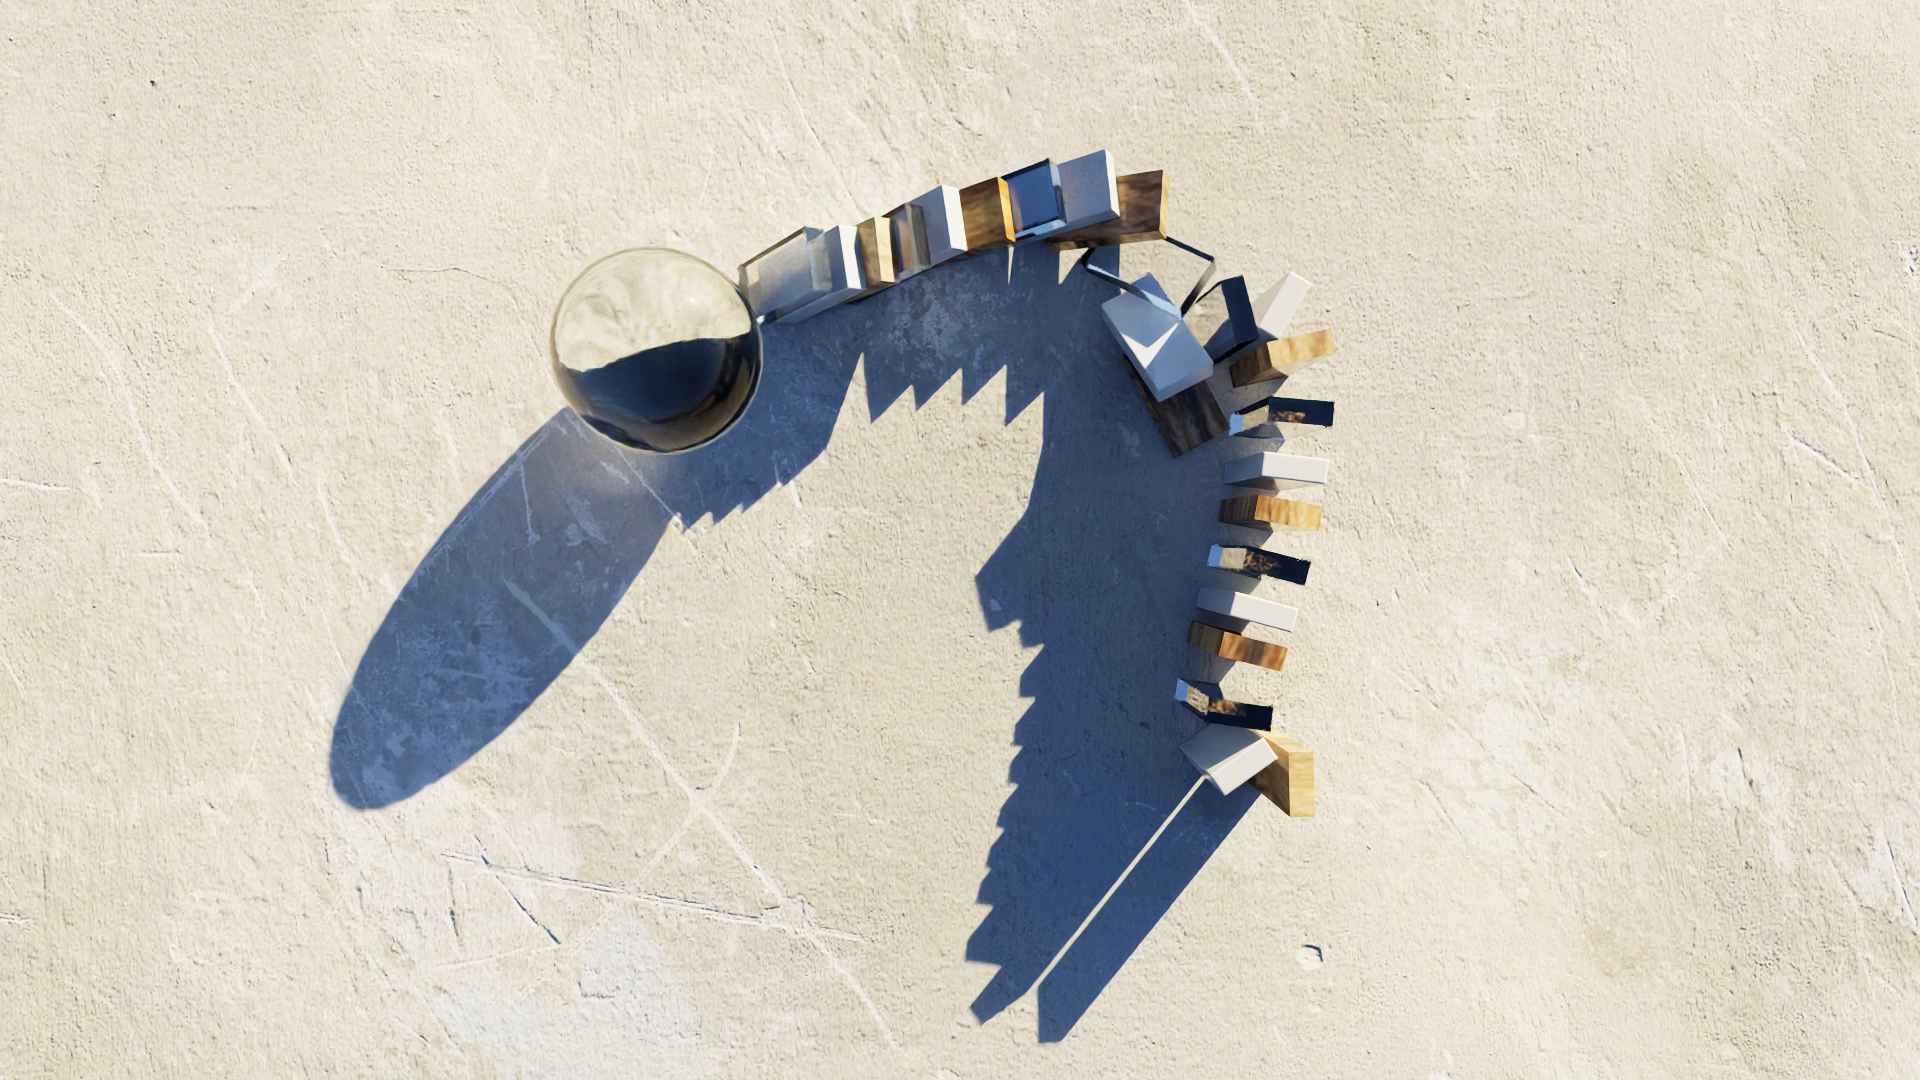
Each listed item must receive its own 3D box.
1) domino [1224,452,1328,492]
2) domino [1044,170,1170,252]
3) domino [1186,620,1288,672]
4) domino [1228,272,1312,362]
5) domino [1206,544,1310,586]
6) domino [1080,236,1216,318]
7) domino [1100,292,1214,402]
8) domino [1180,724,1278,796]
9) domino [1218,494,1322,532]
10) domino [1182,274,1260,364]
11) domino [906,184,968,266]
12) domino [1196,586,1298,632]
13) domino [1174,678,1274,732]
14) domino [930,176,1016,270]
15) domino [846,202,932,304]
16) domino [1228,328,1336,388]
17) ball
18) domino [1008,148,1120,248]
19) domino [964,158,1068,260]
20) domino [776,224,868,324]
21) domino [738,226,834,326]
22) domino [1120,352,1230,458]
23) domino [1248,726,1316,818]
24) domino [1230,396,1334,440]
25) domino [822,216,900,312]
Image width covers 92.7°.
[{"bbox_3d":[0.128,-0.028,0.375,0.025,0.050,0.009,7,90,0],"label":"domino"},{"bbox_3d":[0.061,-0.137,0.383,0.050,0.010,0.025,3,88,29],"label":"domino"},{"bbox_3d":[0.112,0.043,0.375,0.025,0.050,0.010,14,90,0],"label":"domino"},{"bbox_3d":[0.124,-0.090,0.375,0.010,0.050,0.025,31,90,0],"label":"domino"},{"bbox_3d":[0.121,0.010,0.375,0.025,0.050,0.010,15,90,0],"label":"domino"},{"bbox_3d":[0.079,-0.116,0.385,0.050,0.009,0.025,35,90,24],"label":"domino"},{"bbox_3d":[0.082,-0.084,0.384,0.025,0.010,0.050,-27,64,1],"label":"domino"},{"bbox_3d":[0.109,0.087,0.375,0.025,0.050,0.010,-35,90,0],"label":"domino"},{"bbox_3d":[0.126,-0.010,0.375,0.025,0.050,0.010,11,90,0],"label":"domino"},{"bbox_3d":[0.105,-0.088,0.375,0.009,0.050,0.025,-15,90,-5],"label":"domino"},{"bbox_3d":[-0.020,-0.125,0.380,0.050,0.009,0.025,-9,90,42],"label":"domino"},{"bbox_3d":[0.116,0.028,0.375,0.025,0.050,0.010,15,90,0],"label":"domino"},{"bbox_3d":[0.107,0.067,0.375,0.025,0.050,0.010,9,90,0],"label":"domino"},{"bbox_3d":[-0.003,-0.131,0.384,0.050,0.010,0.025,-9,90,28],"label":"domino"},{"bbox_3d":[-0.034,-0.117,0.379,0.010,0.050,0.025,-9,90,-45],"label":"domino"},{"bbox_3d":[0.131,-0.074,0.375,0.025,0.050,0.009,-12,90,0],"label":"domino"},{"bbox_3d":[-0.118,-0.074,0.360,0.080,0.080,0.080,0,90,0],"label":"ball"},{"bbox_3d":[0.040,-0.142,0.384,0.050,0.009,0.025,-7,87,28],"label":"domino"},{"bbox_3d":[0.018,-0.138,0.384,0.050,0.009,0.025,-10,88,28],"label":"domino"},{"bbox_3d":[-0.060,-0.109,0.379,0.010,0.050,0.025,-9,90,-45],"label":"domino"},{"bbox_3d":[-0.073,-0.108,0.379,0.010,0.050,0.025,-9,90,-45],"label":"domino"},{"bbox_3d":[0.093,-0.064,0.395,0.025,0.010,0.050,-28,90,0],"label":"domino"},{"bbox_3d":[0.131,0.093,0.375,0.009,0.050,0.025,-1,90,0],"label":"domino"},{"bbox_3d":[0.130,-0.049,0.375,0.025,0.050,0.010,5,90,0],"label":"domino"},{"bbox_3d":[-0.046,-0.113,0.379,0.010,0.050,0.025,-9,93,-45],"label":"domino"}]
